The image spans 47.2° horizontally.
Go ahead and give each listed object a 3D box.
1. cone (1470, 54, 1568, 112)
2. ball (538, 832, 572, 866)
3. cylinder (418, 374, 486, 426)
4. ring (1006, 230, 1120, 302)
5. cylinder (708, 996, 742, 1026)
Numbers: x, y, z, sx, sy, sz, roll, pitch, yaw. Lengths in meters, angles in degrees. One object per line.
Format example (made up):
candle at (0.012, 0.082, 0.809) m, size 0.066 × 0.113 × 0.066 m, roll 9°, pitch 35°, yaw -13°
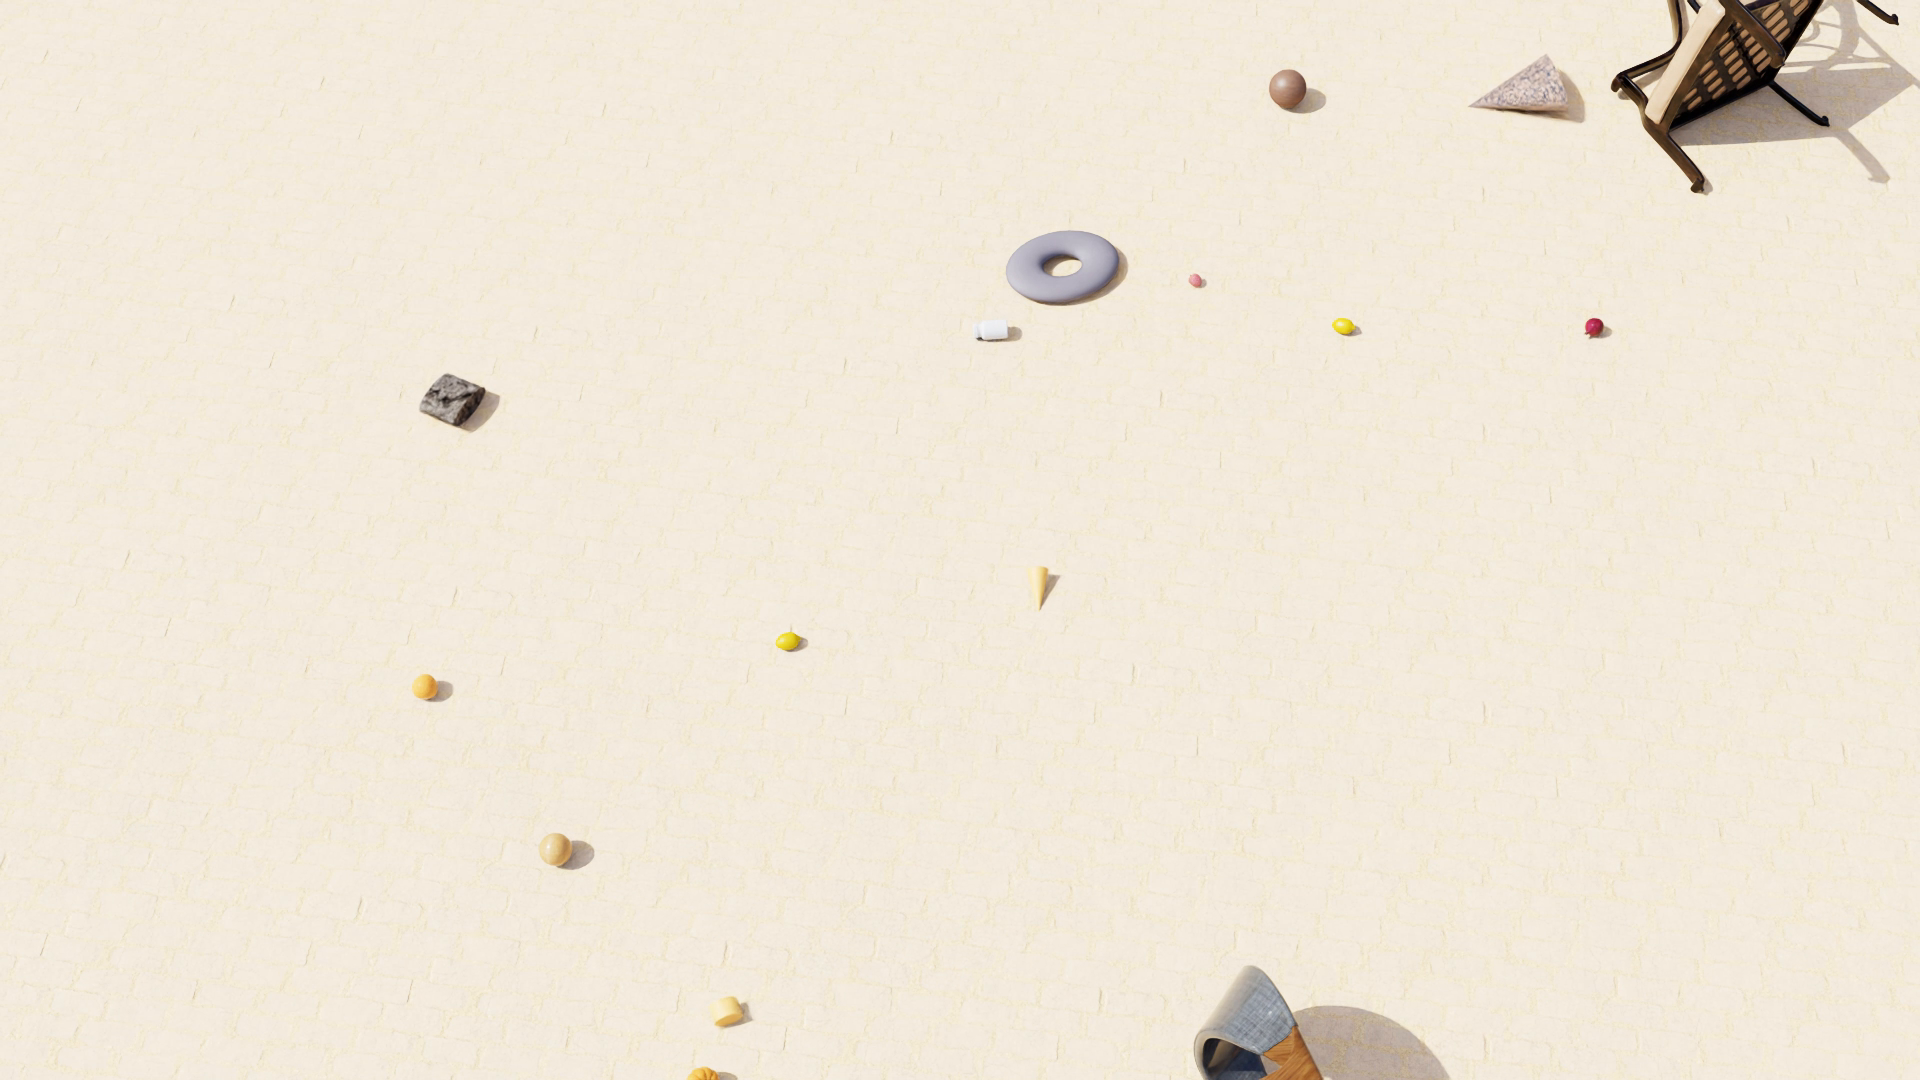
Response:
cone at (1.897, -1.531, 7.562) m, size 0.311 × 0.130 × 0.264 m, roll -14°, pitch 52°, yaw 5°
ball at (-1.096, 0.838, 5.958) m, size 0.090 × 0.090 × 0.090 m, roll 0°, pitch 56°, yaw 0°
cylinder at (-1.575, -0.435, 6.819) m, size 0.130 × 0.076 × 0.170 m, roll 20°, pitch 51°, yaw 18°
ring at (0.333, -0.889, 7.134) m, size 0.379 × 0.062 × 0.283 m, roll -15°, pitch 58°, yaw -9°
cylinder at (-0.611, 1.225, 5.716) m, size 0.074 × 0.060 × 0.050 m, roll -15°, pitch 57°, yaw -16°
